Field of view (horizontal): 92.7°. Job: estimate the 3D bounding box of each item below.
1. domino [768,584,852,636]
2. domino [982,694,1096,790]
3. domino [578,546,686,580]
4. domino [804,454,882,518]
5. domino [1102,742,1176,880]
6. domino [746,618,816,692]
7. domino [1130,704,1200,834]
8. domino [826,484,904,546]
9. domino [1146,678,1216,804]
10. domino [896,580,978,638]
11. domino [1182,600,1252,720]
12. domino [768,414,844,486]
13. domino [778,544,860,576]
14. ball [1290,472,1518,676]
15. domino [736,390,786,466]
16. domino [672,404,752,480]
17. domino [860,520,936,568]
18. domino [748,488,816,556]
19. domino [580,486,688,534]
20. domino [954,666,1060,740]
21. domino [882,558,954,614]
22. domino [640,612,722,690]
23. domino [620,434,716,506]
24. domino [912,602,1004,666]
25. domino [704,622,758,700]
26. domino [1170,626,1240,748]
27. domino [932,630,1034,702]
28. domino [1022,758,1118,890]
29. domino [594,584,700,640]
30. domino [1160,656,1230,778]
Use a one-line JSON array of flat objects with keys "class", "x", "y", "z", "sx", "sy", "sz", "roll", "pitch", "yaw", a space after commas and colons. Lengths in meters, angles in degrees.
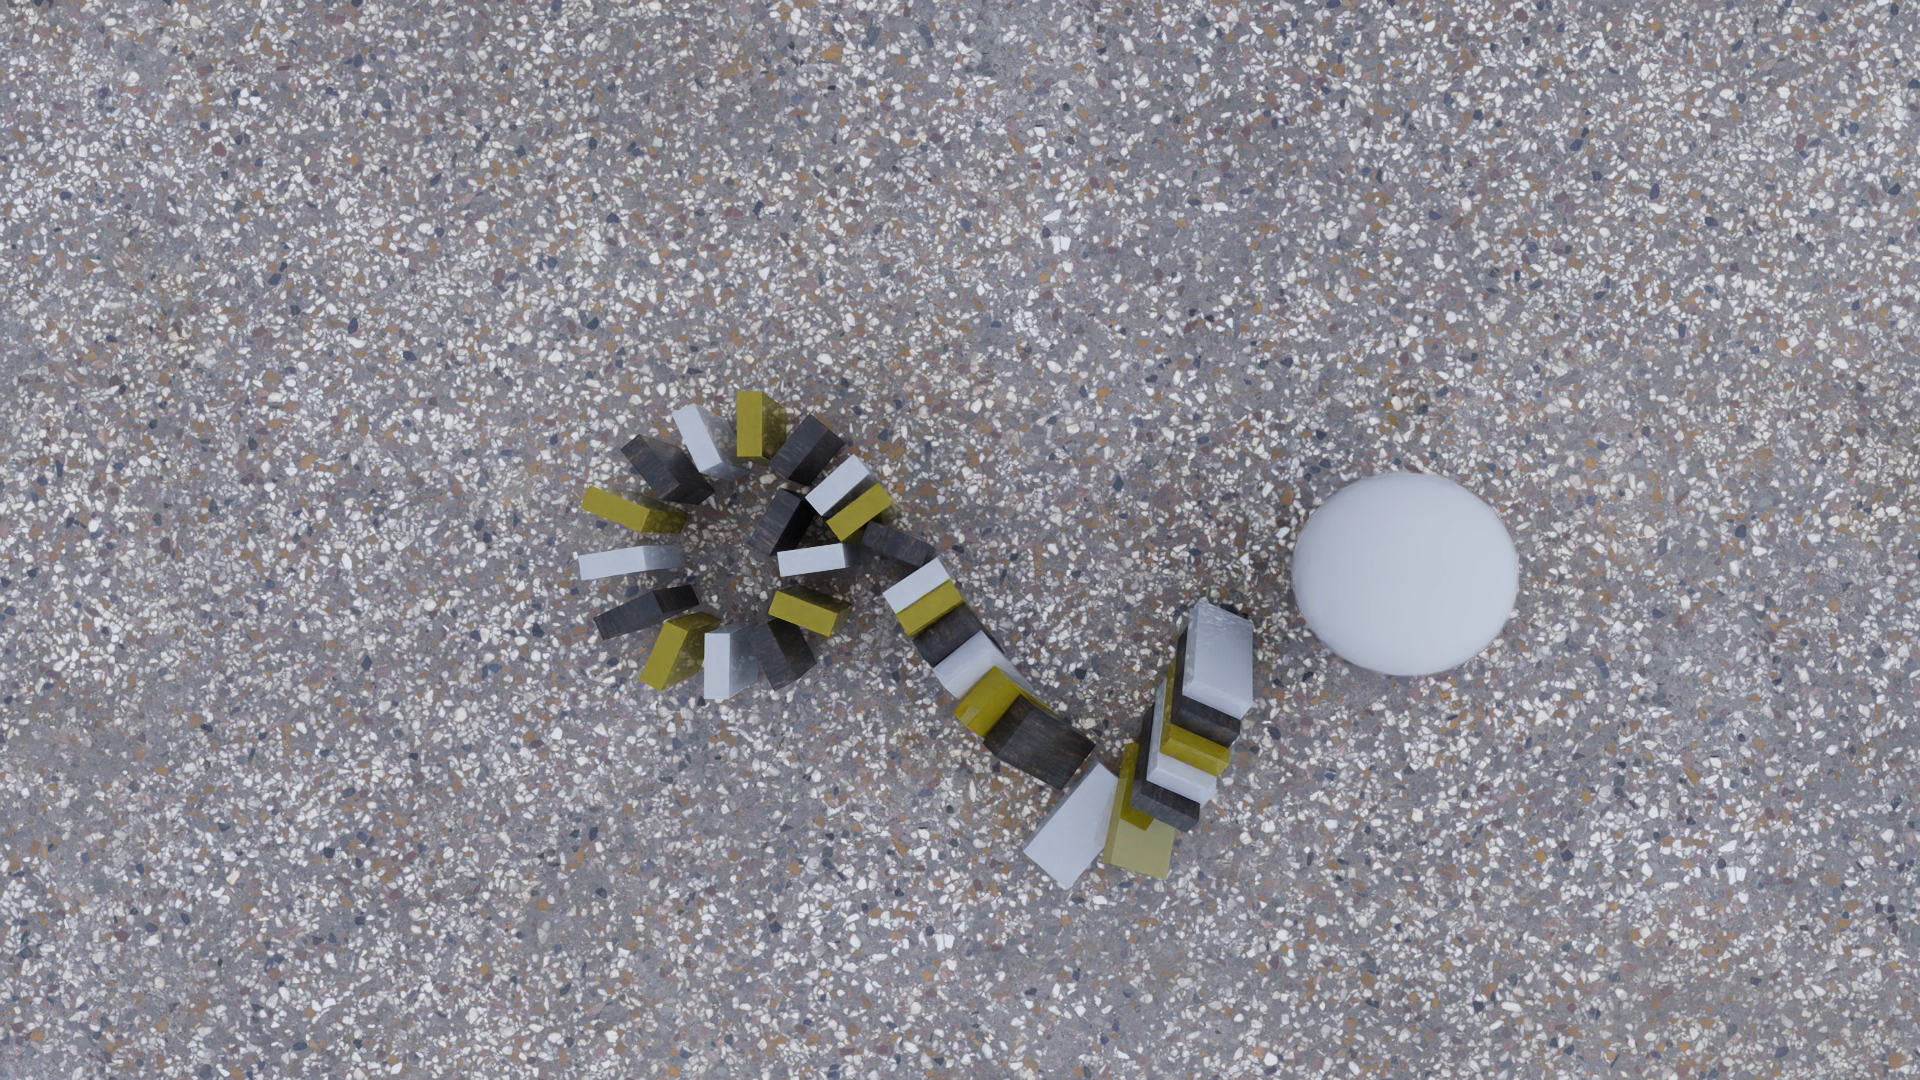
[{"class": "domino", "x": -0.060, "y": 0.028, "z": 0.375, "sx": 0.025, "sy": 0.050, "sz": 0.010, "roll": 21, "pitch": 90, "yaw": 0}, {"class": "domino", "x": 0.034, "y": 0.085, "z": 0.380, "sx": 0.025, "sy": 0.010, "sz": 0.050, "roll": -52, "pitch": 132, "yaw": 0}, {"class": "domino", "x": -0.133, "y": 0.009, "z": 0.375, "sx": 0.025, "sy": 0.050, "sz": 0.009, "roll": -9, "pitch": 90, "yaw": 0}, {"class": "domino", "x": -0.047, "y": -0.021, "z": 0.375, "sx": 0.025, "sy": 0.050, "sz": 0.010, "roll": -42, "pitch": 90, "yaw": 0}, {"class": "domino", "x": 0.078, "y": 0.113, "z": 0.385, "sx": 0.025, "sy": 0.010, "sz": 0.050, "roll": 19, "pitch": 70, "yaw": -8}, {"class": "domino", "x": -0.072, "y": 0.045, "z": 0.375, "sx": 0.010, "sy": 0.050, "sz": 0.025, "roll": -27, "pitch": 90, "yaw": 0}, {"class": "domino", "x": 0.086, "y": 0.093, "z": 0.378, "sx": 0.025, "sy": 0.050, "sz": 0.009, "roll": 25, "pitch": 129, "yaw": 0}, {"class": "domino", "x": -0.038, "y": -0.010, "z": 0.375, "sx": 0.025, "sy": 0.050, "sz": 0.009, "roll": -37, "pitch": 87, "yaw": 0}, {"class": "domino", "x": 0.092, "y": 0.082, "z": 0.378, "sx": 0.025, "sy": 0.050, "sz": 0.009, "roll": 24, "pitch": 129, "yaw": 0}, {"class": "domino", "x": -0.008, "y": 0.031, "z": 0.375, "sx": 0.025, "sy": 0.050, "sz": 0.010, "roll": -33, "pitch": 76, "yaw": 0}, {"class": "domino", "x": 0.107, "y": 0.048, "z": 0.378, "sx": 0.025, "sy": 0.050, "sz": 0.009, "roll": 24, "pitch": 129, "yaw": 0}, {"class": "domino", "x": -0.062, "y": -0.036, "z": 0.375, "sx": 0.009, "sy": 0.050, "sz": 0.025, "roll": 40, "pitch": 90, "yaw": 0}, {"class": "domino", "x": -0.057, "y": 0.008, "z": 0.375, "sx": 0.025, "sy": 0.050, "sz": 0.009, "roll": -8, "pitch": 90, "yaw": 0}, {"class": "ball", "x": 0.173, "y": 0.013, "z": 0.360, "sx": 0.080, "sy": 0.080, "sz": 0.080, "roll": 0, "pitch": 90, "yaw": 0}, {"class": "domino", "x": -0.080, "y": -0.044, "z": 0.375, "sx": 0.009, "sy": 0.050, "sz": 0.025, "roll": 0, "pitch": 90, "yaw": 0}, {"class": "domino", "x": -0.101, "y": -0.039, "z": 0.375, "sx": 0.010, "sy": 0.050, "sz": 0.025, "roll": -25, "pitch": 90, "yaw": 0}, {"class": "domino", "x": -0.024, "y": 0.003, "z": 0.374, "sx": 0.025, "sy": 0.050, "sz": 0.010, "roll": 22, "pitch": 88, "yaw": 2}, {"class": "domino", "x": -0.071, "y": -0.007, "z": 0.375, "sx": 0.009, "sy": 0.050, "sz": 0.025, "roll": 30, "pitch": 90, "yaw": 0}, {"class": "domino", "x": -0.132, "y": -0.012, "z": 0.375, "sx": 0.025, "sy": 0.050, "sz": 0.009, "roll": 22, "pitch": 90, "yaw": 0}, {"class": "domino", "x": 0.021, "y": 0.073, "z": 0.379, "sx": 0.025, "sy": 0.050, "sz": 0.010, "roll": -48, "pitch": 46, "yaw": 0}, {"class": "domino", "x": -0.016, "y": 0.018, "z": 0.375, "sx": 0.025, "sy": 0.050, "sz": 0.009, "roll": -33, "pitch": 87, "yaw": 0}, {"class": "domino", "x": -0.113, "y": 0.044, "z": 0.375, "sx": 0.010, "sy": 0.050, "sz": 0.025, "roll": 24, "pitch": 90, "yaw": 0}, {"class": "domino", "x": -0.118, "y": -0.028, "z": 0.375, "sx": 0.009, "sy": 0.050, "sz": 0.025, "roll": -39, "pitch": 90, "yaw": 0}, {"class": "domino", "x": 0.000, "y": 0.044, "z": 0.376, "sx": 0.025, "sy": 0.050, "sz": 0.010, "roll": -36, "pitch": 64, "yaw": 0}, {"class": "domino", "x": -0.093, "y": 0.048, "z": 0.375, "sx": 0.009, "sy": 0.050, "sz": 0.025, "roll": 1, "pitch": 90, "yaw": 0}, {"class": "domino", "x": 0.102, "y": 0.059, "z": 0.378, "sx": 0.025, "sy": 0.050, "sz": 0.010, "roll": 24, "pitch": 129, "yaw": 0}, {"class": "domino", "x": 0.010, "y": 0.058, "z": 0.377, "sx": 0.025, "sy": 0.050, "sz": 0.010, "roll": -39, "pitch": 53, "yaw": 0}, {"class": "domino", "x": 0.053, "y": 0.122, "z": 0.395, "sx": 0.025, "sy": 0.009, "sz": 0.050, "roll": 41, "pitch": 90, "yaw": 0}, {"class": "domino", "x": -0.127, "y": 0.029, "z": 0.375, "sx": 0.025, "sy": 0.050, "sz": 0.010, "roll": -25, "pitch": 90, "yaw": 0}, {"class": "domino", "x": 0.098, "y": 0.071, "z": 0.378, "sx": 0.025, "sy": 0.050, "sz": 0.009, "roll": 24, "pitch": 129, "yaw": 0}]
